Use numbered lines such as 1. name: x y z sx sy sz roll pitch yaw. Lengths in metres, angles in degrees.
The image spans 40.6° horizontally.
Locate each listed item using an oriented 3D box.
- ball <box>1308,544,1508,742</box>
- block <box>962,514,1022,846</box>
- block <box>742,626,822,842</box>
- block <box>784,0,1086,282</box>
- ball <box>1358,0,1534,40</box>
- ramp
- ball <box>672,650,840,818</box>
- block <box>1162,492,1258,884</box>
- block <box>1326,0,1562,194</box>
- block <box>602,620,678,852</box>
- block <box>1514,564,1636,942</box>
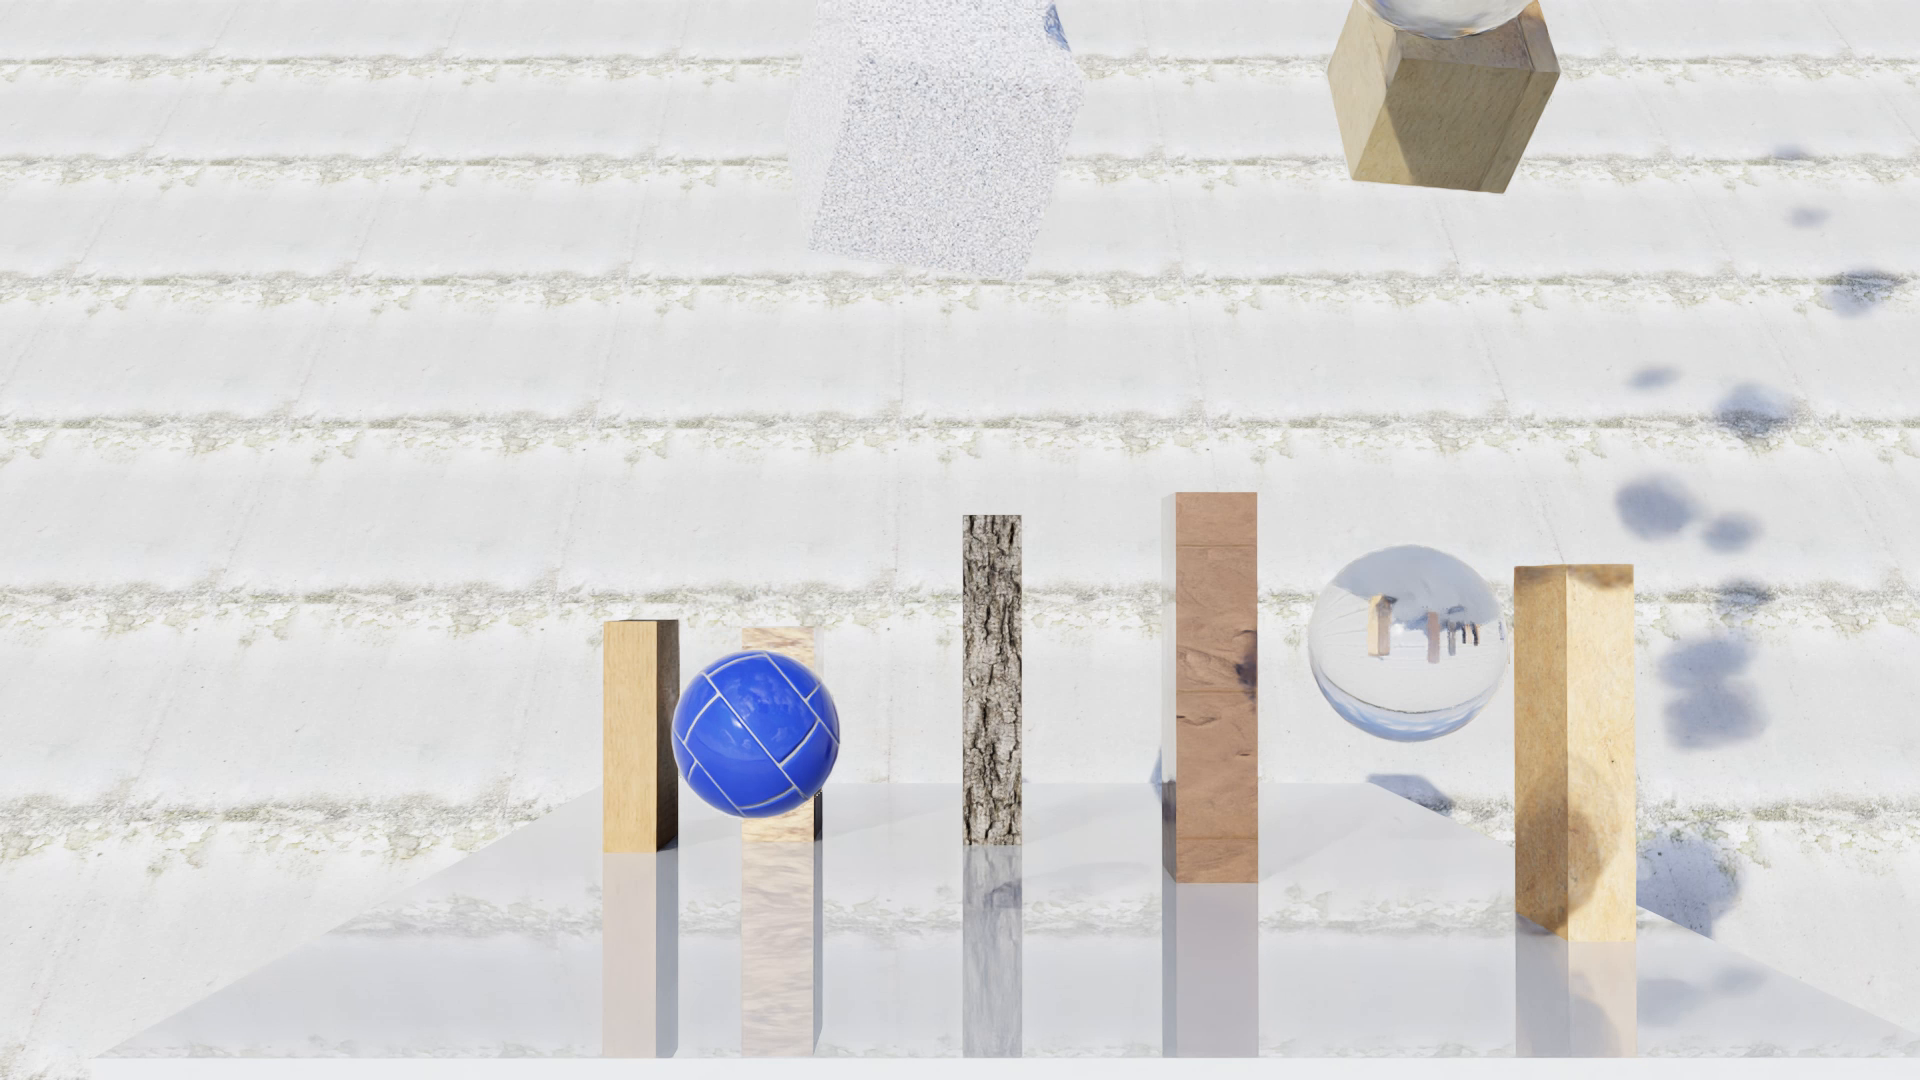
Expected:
1. ball: 0.451 0.104 2.617 0.200 0.200 0.200 0 33 0
2. block: 0.064 0.278 5.250 0.116 0.649 0.304 0 -1 0
3. block: -0.363 0.392 5.346 0.143 0.426 0.358 0 -1 0
4. block: -0.030 -0.398 2.409 0.207 0.207 0.207 6 39 -16
5. ball: 0.410 -0.520 2.178 0.197 0.197 0.197 0 33 0
6. ramp: 0.074 0.643 4.762 2.000 0.100 4.000 0 -1 0
7. ball: -0.251 0.238 3.190 0.208 0.208 0.208 0 33 0
8. block: 0.439 0.255 4.593 0.140 0.668 0.316 0 -1 0
9. block: 0.473 -0.461 2.557 0.159 0.159 0.159 3 51 -11
10. block: -0.631 0.380 5.153 0.102 0.441 0.395 0 -1 0
11. block: 0.913 0.306 3.869 0.096 0.537 0.354 0 -1 0
